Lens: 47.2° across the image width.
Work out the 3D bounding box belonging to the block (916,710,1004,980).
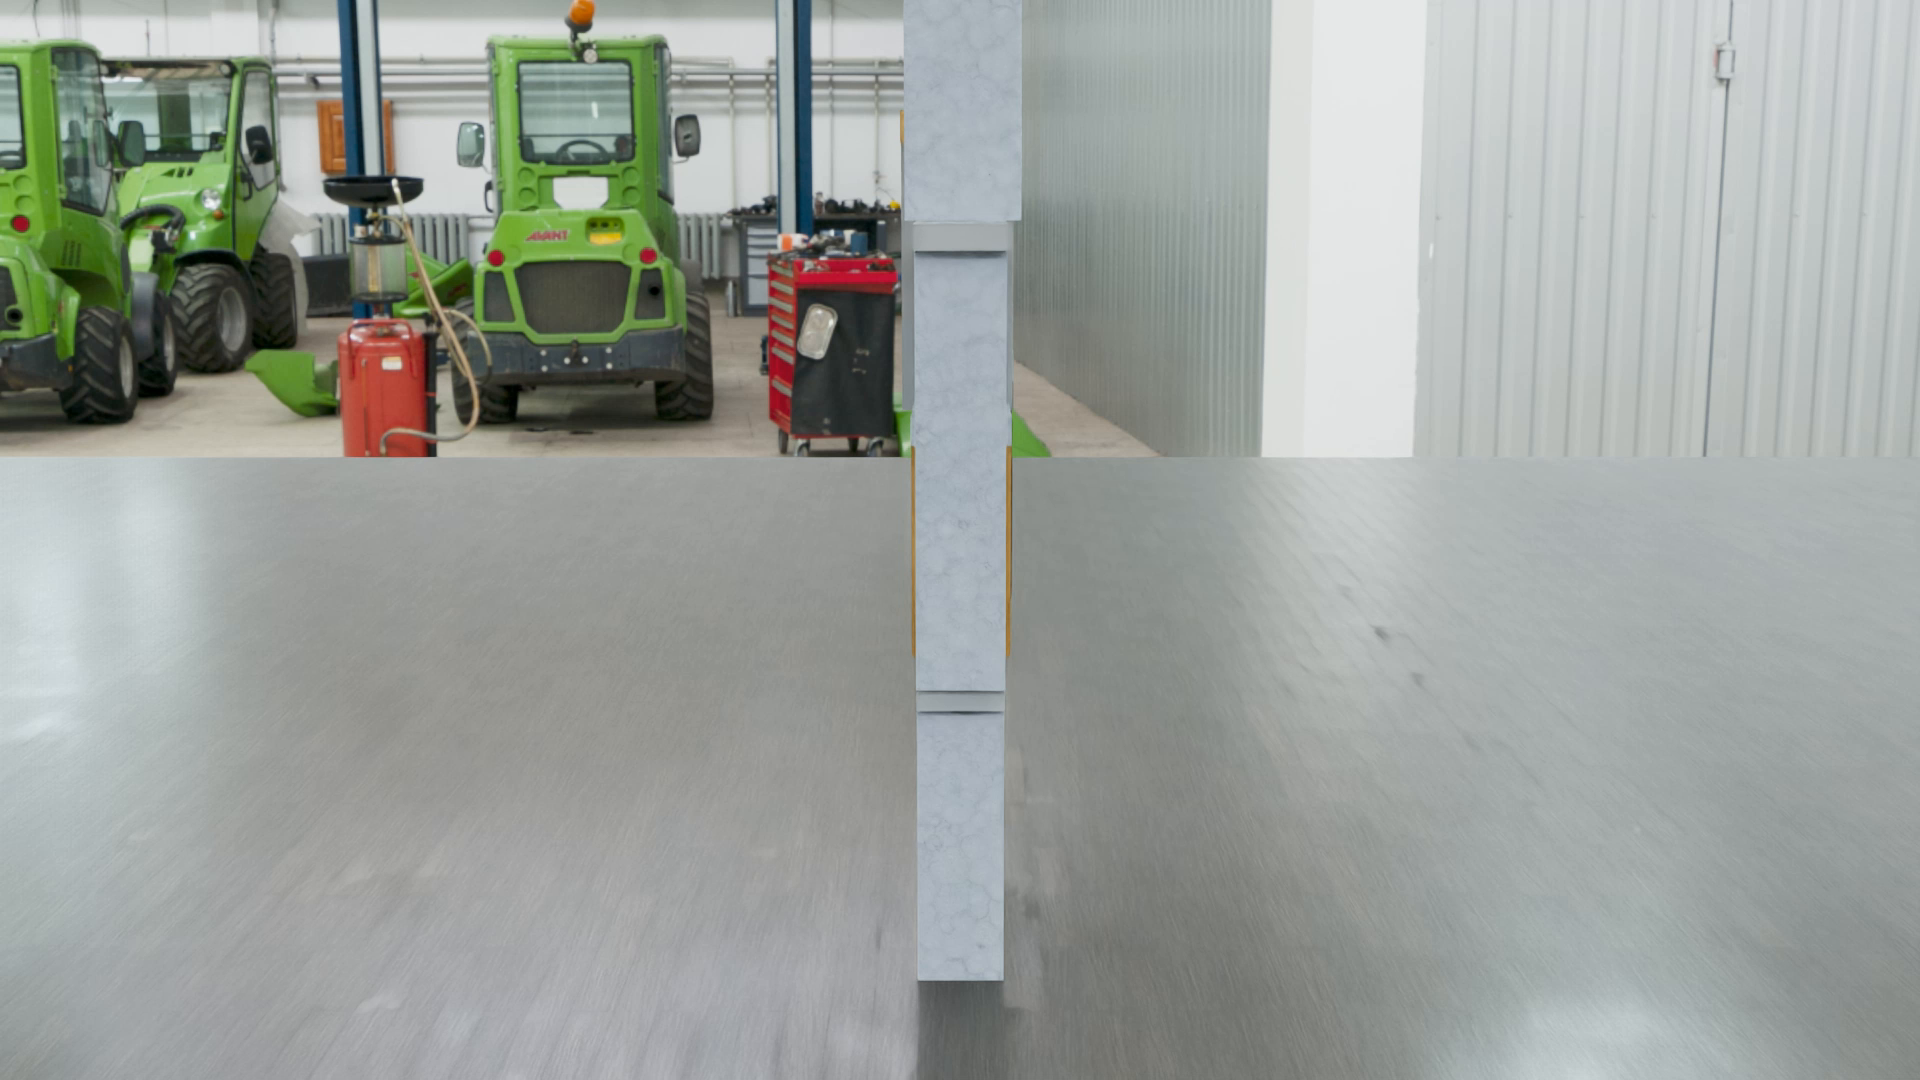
[{"bbox_3d":[0.001,0.448,3.273,0.128,0.423,0.036,0,11,0],"label":"block"}]

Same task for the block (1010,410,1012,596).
[{"bbox_3d":[0.004,-0.088,3.657,0.163,0.364,0.046,0,11,0],"label":"block"}]

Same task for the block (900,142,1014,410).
[{"bbox_3d":[-0.004,-0.400,3.348,0.168,0.402,0.048,0,11,0],"label":"block"}]

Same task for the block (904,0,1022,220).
[{"bbox_3d":[0.004,-0.699,3.113,0.166,0.488,0.047,0,10,0],"label":"block"}]

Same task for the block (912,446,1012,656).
[{"bbox_3d":[0.002,0.013,3.360,0.151,0.329,0.043,0,10,0],"label":"block"}]

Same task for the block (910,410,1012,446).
[{"bbox_3d":[0.002,-0.188,3.425,0.151,0.043,0.301,0,11,0],"label":"block"}]

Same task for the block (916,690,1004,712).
[{"bbox_3d":[0.001,0.207,3.315,0.128,0.036,0.256,0,10,0],"label":"block"}]

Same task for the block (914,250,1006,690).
[{"bbox_3d":[0.001,-0.096,3.124,0.129,0.629,0.036,0,10,0],"label":"block"}]

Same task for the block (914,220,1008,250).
[{"bbox_3d":[0.001,-0.439,3.148,0.129,0.036,0.257,0,10,0],"label":"block"}]

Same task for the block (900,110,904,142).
[{"bbox_3d":[-0.004,-0.642,3.417,0.168,0.048,0.337,0,11,0],"label":"block"}]
